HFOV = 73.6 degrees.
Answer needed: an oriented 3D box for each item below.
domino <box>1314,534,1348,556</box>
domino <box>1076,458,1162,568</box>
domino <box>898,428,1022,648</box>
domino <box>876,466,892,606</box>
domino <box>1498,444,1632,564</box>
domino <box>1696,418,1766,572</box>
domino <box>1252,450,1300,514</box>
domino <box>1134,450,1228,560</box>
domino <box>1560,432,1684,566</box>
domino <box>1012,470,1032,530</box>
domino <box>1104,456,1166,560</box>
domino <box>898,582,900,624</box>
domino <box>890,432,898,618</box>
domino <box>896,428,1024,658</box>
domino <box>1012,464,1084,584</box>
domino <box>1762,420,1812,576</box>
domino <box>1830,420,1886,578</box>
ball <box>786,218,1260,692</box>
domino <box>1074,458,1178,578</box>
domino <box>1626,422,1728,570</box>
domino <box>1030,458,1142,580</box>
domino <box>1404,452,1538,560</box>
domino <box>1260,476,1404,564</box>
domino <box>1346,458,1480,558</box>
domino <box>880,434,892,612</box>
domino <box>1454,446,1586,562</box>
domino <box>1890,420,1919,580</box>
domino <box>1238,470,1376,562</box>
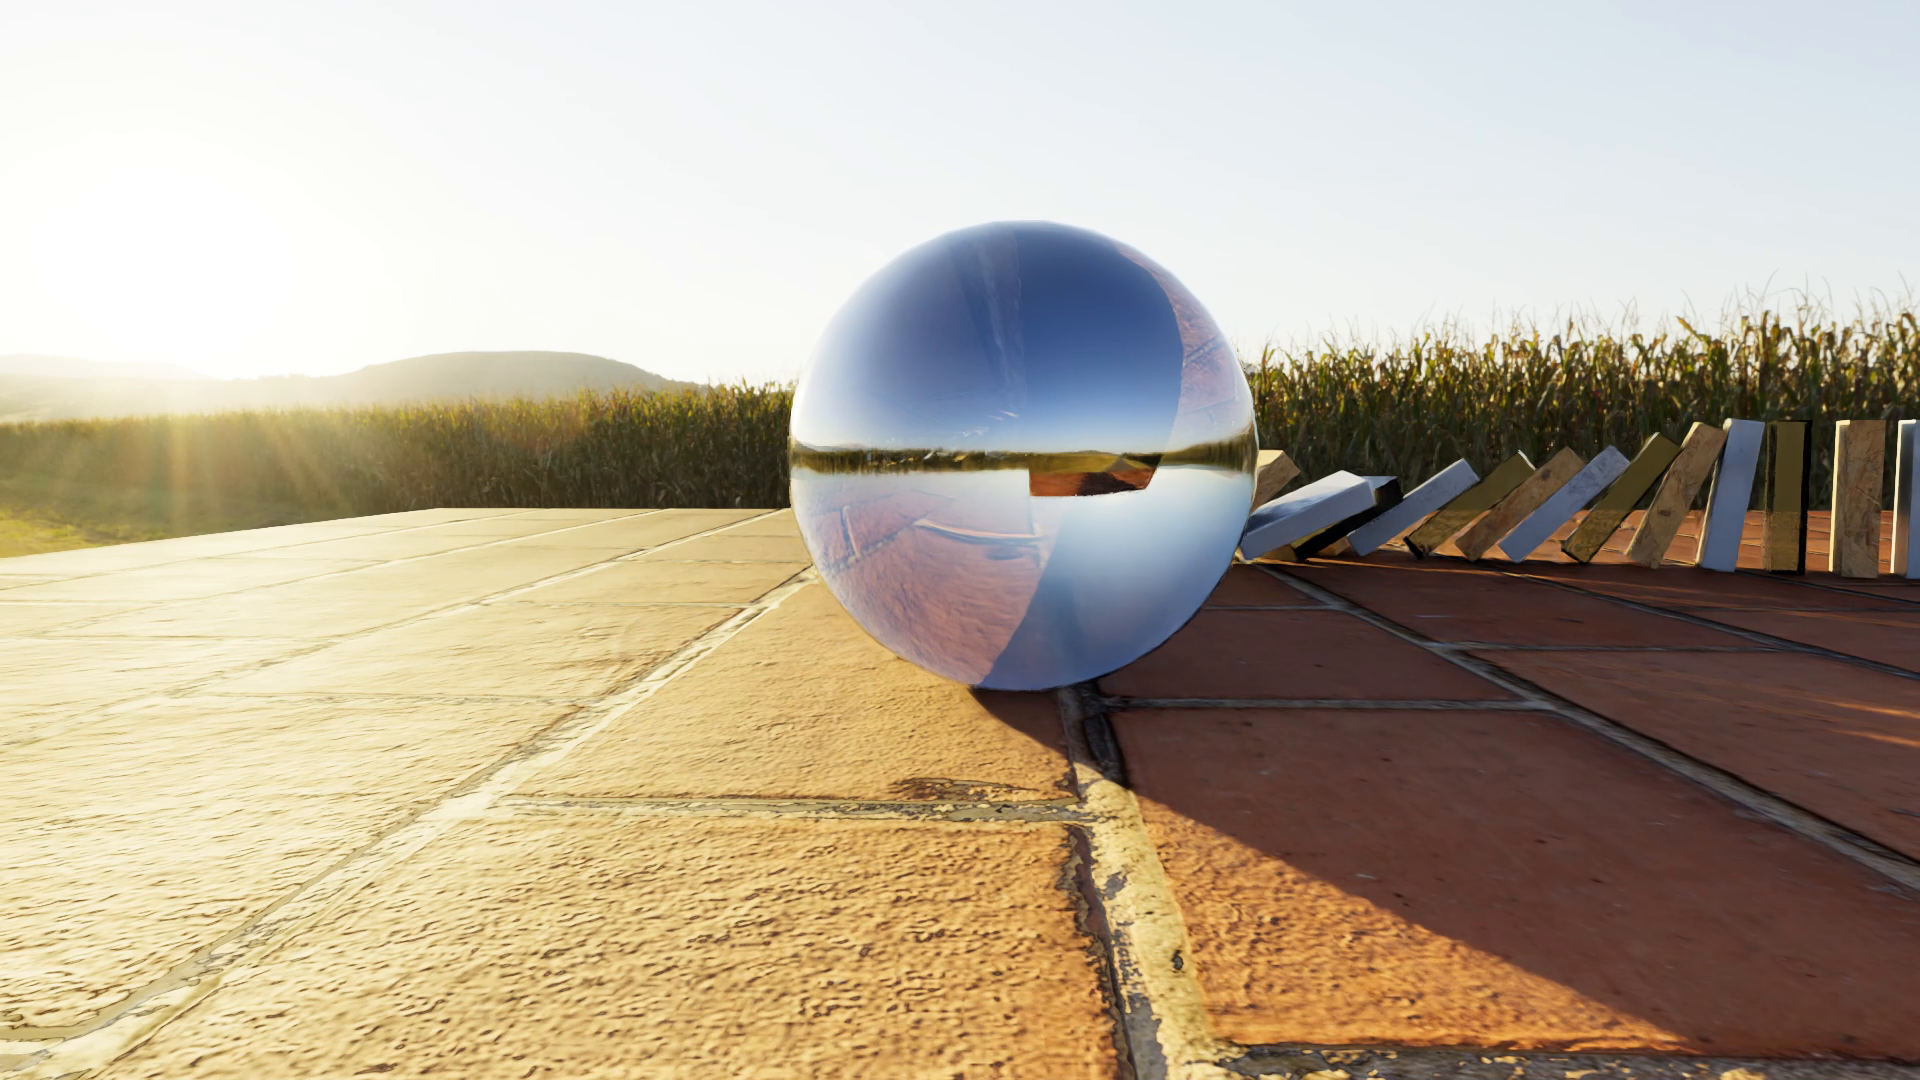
[{"bbox_3d":[0.140,-0.001,0.515,0.025,0.010,0.050,2,5,22],"label":"domino"},{"bbox_3d":[0.052,-0.010,0.448,0.025,0.010,0.050,-2,37,27],"label":"domino"},{"bbox_3d":[-0.001,-0.001,0.277,0.025,0.050,0.009,0,-32,-3],"label":"domino"},{"bbox_3d":[-0.010,-0.002,0.355,0.025,0.010,0.050,-1,38,-2],"label":"domino"},{"bbox_3d":[0.215,-0.013,0.458,0.010,0.050,0.025,48,22,15],"label":"domino"},{"bbox_3d":[0.261,-0.015,0.434,0.010,0.050,0.025,11,9,25],"label":"domino"},{"bbox_3d":[0.097,-0.012,0.465,0.050,0.009,0.025,-41,7,-2],"label":"domino"},{"bbox_3d":[0.075,-0.013,0.475,0.025,0.009,0.050,0,41,52],"label":"domino"},{"bbox_3d":[0.231,-0.014,0.449,0.010,0.050,0.025,39,19,18],"label":"domino"},{"bbox_3d":[0.003,-0.004,0.391,0.025,0.010,0.050,2,36,20],"label":"domino"},{"bbox_3d":[0.056,-0.011,0.466,0.025,0.009,0.050,-4,36,28],"label":"domino"},{"bbox_3d":[-0.003,-0.004,0.313,0.025,0.050,0.009,0,-32,-3],"label":"domino"},{"bbox_3d":[-0.005,-0.005,0.324,0.025,0.050,0.009,0,-33,-2],"label":"domino"},{"bbox_3d":[-0.001,0.000,0.266,0.025,0.050,0.009,0,-32,-2],"label":"domino"},{"bbox_3d":[0.018,-0.006,0.408,0.025,0.009,0.050,3,39,33],"label":"domino"},{"bbox_3d":[0.275,-0.014,0.427,0.009,0.050,0.025,2,5,26],"label":"domino"},{"bbox_3d":[0.293,-0.014,0.419,0.010,0.050,0.025,2,5,26],"label":"domino"},{"bbox_3d":[0.010,-0.014,0.220,0.080,0.080,0.080,0,4,0],"label":"ball"},{"bbox_3d":[0.049,-0.008,0.429,0.025,0.010,0.050,9,43,38],"label":"domino"},{"bbox_3d":[0.246,-0.015,0.441,0.010,0.050,0.025,27,15,22],"label":"domino"},{"bbox_3d":[0.036,-0.008,0.418,0.025,0.010,0.050,9,43,39],"label":"domino"},{"bbox_3d":[0.188,-0.013,0.472,0.050,0.010,0.025,-43,-14,22],"label":"domino"},{"bbox_3d":[0.136,-0.008,0.474,0.050,0.010,0.025,-28,13,-15],"label":"domino"},{"bbox_3d":[0.170,-0.012,0.482,0.050,0.010,0.025,-37,-8,18],"label":"domino"},{"bbox_3d":[-0.008,-0.005,0.337,0.025,0.050,0.009,0,-34,-2],"label":"domino"},{"bbox_3d":[0.203,-0.013,0.464,0.050,0.010,0.025,-46,-16,21],"label":"domino"},{"bbox_3d":[0.308,-0.013,0.411,0.010,0.050,0.025,2,5,26],"label":"domino"},{"bbox_3d":[0.121,-0.009,0.462,0.050,0.010,0.025,-24,12,1],"label":"domino"}]
